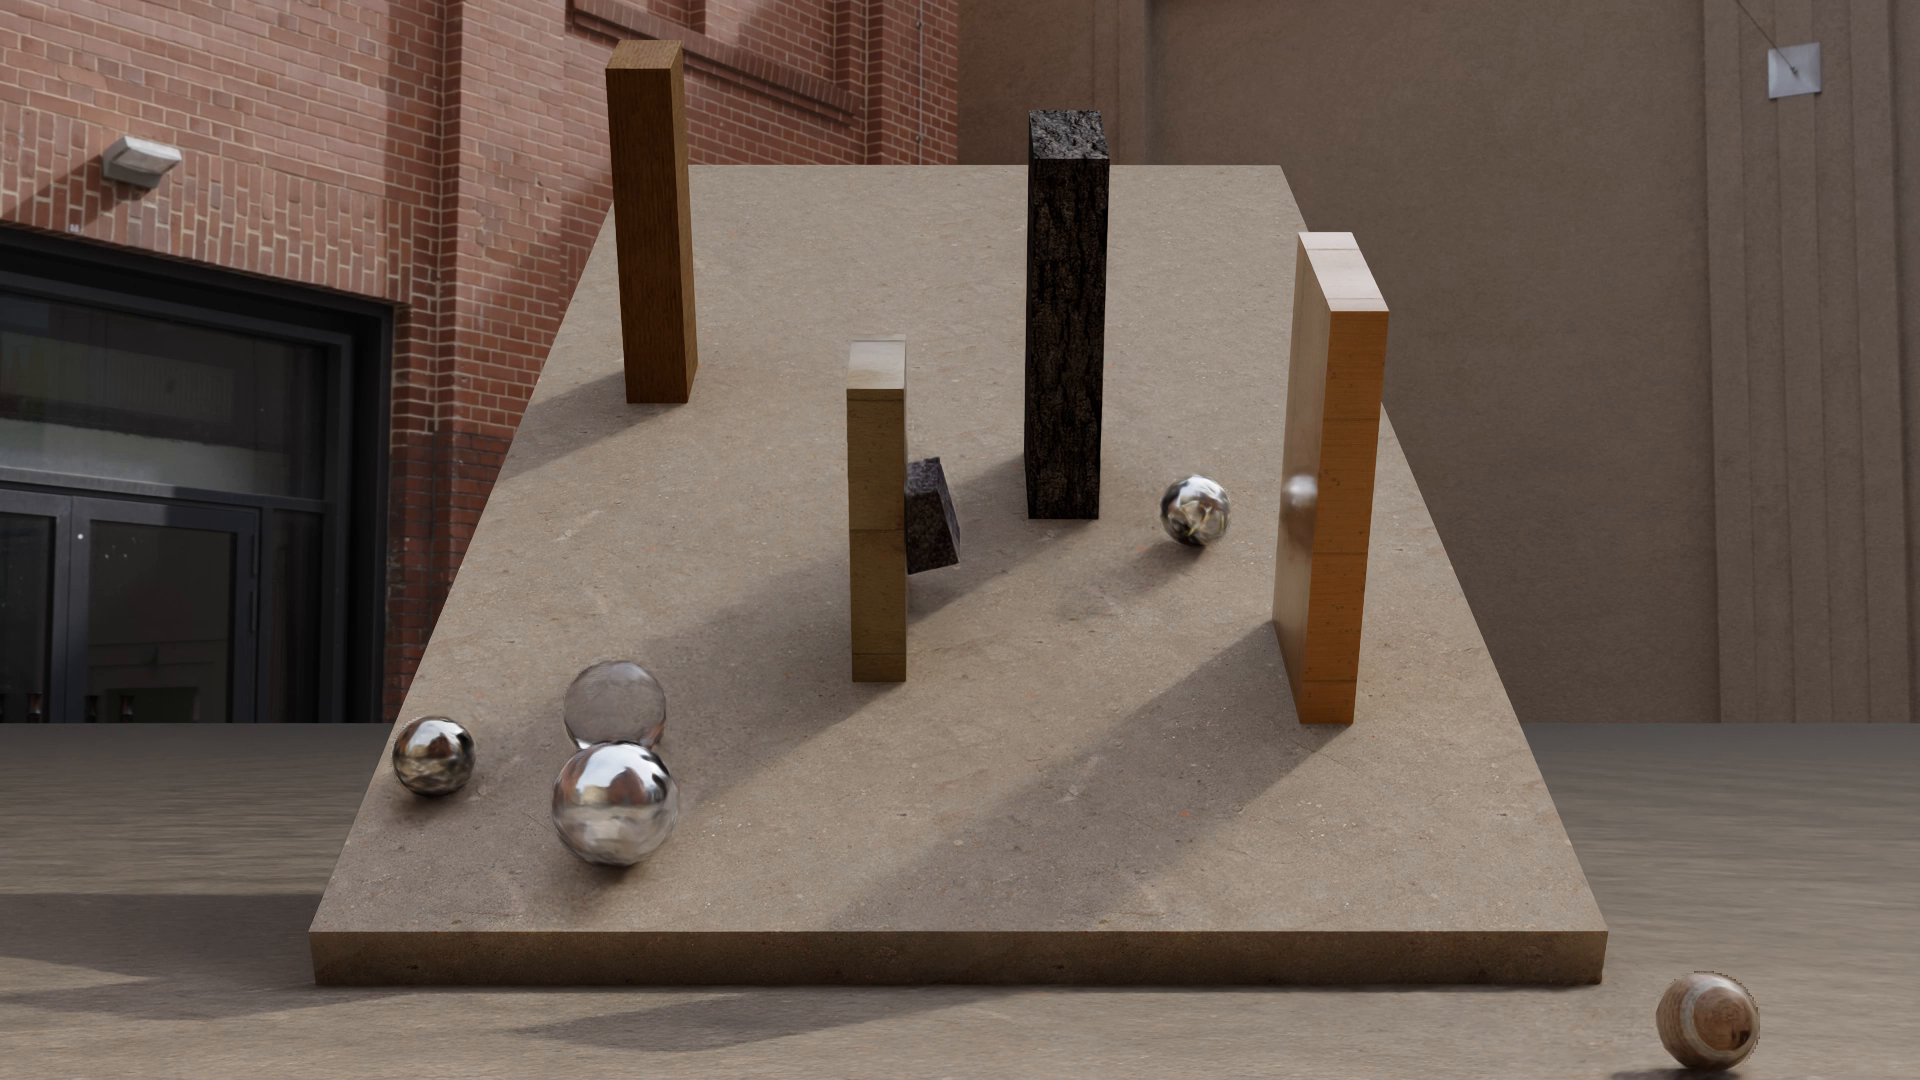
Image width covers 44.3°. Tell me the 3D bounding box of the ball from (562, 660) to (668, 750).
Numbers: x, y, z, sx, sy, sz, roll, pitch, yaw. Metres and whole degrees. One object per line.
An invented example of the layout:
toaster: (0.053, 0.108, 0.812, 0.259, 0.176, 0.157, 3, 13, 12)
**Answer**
ball: (-0.593, 0.295, 4.049, 0.177, 0.177, 0.177, 0, -4, 0)

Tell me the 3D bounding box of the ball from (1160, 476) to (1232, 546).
ball: (0.481, -0.059, 4.818, 0.146, 0.146, 0.146, 0, -4, 0)

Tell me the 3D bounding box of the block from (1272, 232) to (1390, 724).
block: (0.652, -0.112, 4.202, 0.095, 0.780, 0.401, 0, 26, 0)

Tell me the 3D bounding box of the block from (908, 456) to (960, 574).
block: (-0.099, -0.042, 4.561, 0.159, 0.159, 0.159, -13, 25, 6)

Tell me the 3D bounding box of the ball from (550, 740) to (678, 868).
ball: (-0.551, 0.421, 3.762, 0.202, 0.202, 0.202, 0, -4, 0)

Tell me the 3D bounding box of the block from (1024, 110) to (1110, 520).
block: (0.218, -0.471, 4.936, 0.147, 0.781, 0.346, 0, 26, 0)

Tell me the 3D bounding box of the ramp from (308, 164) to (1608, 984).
ramp: (-0.010, -0.229, 5.444, 2.000, 0.100, 4.000, 0, 26, 0)

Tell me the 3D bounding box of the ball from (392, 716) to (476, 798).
ball: (-0.882, 0.364, 3.951, 0.137, 0.137, 0.137, 0, -4, 0)

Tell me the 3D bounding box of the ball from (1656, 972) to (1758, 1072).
ball: (0.878, 0.567, 2.768, 0.114, 0.114, 0.114, 0, -4, 0)

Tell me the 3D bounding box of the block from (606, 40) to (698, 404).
block: (-0.708, -0.732, 5.453, 0.143, 0.794, 0.252, 0, 26, 0)

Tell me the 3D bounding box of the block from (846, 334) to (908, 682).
block: (-0.148, -0.059, 4.317, 0.099, 0.580, 0.265, 0, 26, 0)
